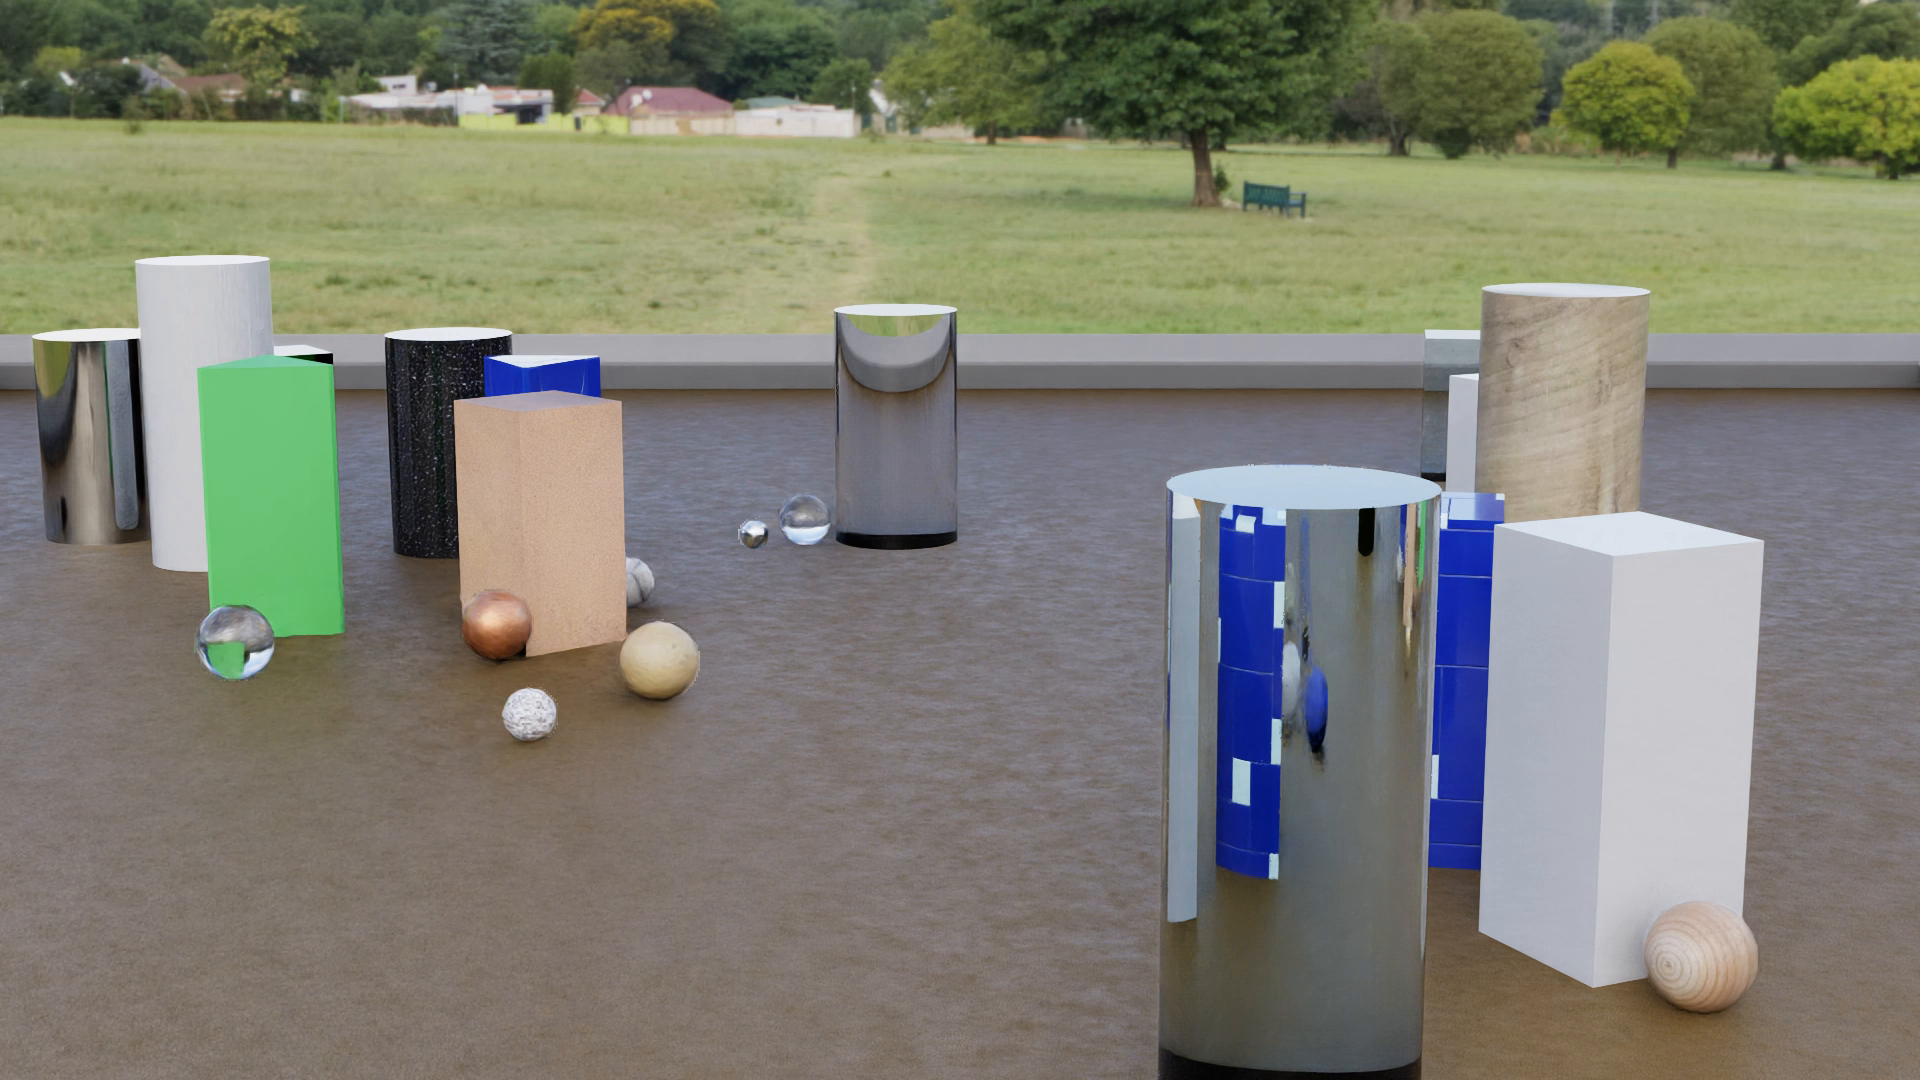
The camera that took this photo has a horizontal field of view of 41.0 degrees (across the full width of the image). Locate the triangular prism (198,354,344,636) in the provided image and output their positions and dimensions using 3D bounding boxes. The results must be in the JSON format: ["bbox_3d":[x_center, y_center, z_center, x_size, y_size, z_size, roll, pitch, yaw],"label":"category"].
[{"bbox_3d":[-0.891,-0.060,3.333,0.163,0.347,0.141,-2,11,-12],"label":"triangular prism"}]

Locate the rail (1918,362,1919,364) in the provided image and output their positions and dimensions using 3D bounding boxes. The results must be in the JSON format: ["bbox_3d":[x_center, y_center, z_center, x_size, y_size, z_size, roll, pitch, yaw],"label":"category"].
[{"bbox_3d":[2.182,0.029,3.462,0.045,0.122,4.732,0,11,0],"label":"rail"}]

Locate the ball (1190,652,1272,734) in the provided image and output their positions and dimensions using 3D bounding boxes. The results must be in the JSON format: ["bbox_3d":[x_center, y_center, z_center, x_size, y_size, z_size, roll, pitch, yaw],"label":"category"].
[{"bbox_3d":[0.296,0.167,2.805,0.090,0.090,0.090,0,11,0],"label":"ball"}]

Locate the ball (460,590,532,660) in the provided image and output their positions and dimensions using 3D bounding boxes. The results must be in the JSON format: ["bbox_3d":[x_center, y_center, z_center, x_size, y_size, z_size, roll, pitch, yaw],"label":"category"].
[{"bbox_3d":[-0.567,0.104,3.140,0.086,0.086,0.086,0,11,0],"label":"ball"}]

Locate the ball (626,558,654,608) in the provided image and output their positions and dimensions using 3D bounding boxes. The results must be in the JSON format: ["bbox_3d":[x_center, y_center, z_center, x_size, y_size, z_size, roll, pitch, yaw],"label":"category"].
[{"bbox_3d":[-0.448,0.057,3.466,0.068,0.068,0.068,0,11,0],"label":"ball"}]

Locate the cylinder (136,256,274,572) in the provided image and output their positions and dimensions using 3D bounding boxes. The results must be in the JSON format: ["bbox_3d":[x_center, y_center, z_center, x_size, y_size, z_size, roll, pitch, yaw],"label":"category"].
[{"bbox_3d":[-1.098,-0.189,3.762,0.188,0.442,0.188,0,11,0],"label":"cylinder"}]

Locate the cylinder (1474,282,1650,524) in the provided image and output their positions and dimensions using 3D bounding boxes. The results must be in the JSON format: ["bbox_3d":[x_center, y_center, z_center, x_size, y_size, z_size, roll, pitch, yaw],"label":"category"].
[{"bbox_3d":[0.692,-0.056,2.976,0.188,0.469,0.188,0,11,0],"label":"cylinder"}]

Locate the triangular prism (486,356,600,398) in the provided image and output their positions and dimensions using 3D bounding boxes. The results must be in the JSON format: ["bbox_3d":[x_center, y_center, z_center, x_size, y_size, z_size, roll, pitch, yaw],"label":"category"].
[{"bbox_3d":[-0.620,-0.105,3.676,0.141,0.310,0.163,6,12,30],"label":"triangular prism"}]

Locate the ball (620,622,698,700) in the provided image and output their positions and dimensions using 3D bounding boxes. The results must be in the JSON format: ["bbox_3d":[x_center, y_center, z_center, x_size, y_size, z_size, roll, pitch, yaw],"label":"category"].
[{"bbox_3d":[-0.348,0.139,2.963,0.090,0.090,0.090,0,11,0],"label":"ball"}]

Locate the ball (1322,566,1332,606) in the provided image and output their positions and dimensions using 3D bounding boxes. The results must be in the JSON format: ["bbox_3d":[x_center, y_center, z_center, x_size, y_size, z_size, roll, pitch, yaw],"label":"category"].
[{"bbox_3d":[0.523,0.061,3.413,0.080,0.080,0.080,0,11,0],"label":"ball"}]

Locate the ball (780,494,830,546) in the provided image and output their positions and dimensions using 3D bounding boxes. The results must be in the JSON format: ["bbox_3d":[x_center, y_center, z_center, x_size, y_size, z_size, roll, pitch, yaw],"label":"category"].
[{"bbox_3d":[-0.236,-0.030,3.906,0.078,0.078,0.078,0,11,0],"label":"ball"}]

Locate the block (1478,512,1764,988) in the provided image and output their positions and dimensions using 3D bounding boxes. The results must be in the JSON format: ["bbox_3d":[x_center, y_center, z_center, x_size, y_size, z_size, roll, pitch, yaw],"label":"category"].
[{"bbox_3d":[0.540,0.166,2.110,0.150,0.350,0.150,-5,12,-25],"label":"block"}]

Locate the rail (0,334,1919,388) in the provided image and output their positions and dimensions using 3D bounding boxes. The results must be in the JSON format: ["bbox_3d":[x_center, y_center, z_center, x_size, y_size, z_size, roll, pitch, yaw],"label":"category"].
[{"bbox_3d":[-0.013,-0.398,5.752,4.411,0.122,0.045,0,11,0],"label":"rail"}]

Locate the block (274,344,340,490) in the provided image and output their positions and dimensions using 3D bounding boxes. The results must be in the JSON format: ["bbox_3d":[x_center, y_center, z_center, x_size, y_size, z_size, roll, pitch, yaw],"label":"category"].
[{"bbox_3d":[-1.175,-0.208,4.426,0.150,0.236,0.150,-7,12,-31],"label":"block"}]

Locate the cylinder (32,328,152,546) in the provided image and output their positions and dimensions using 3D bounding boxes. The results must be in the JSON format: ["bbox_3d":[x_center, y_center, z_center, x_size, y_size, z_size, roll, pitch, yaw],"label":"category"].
[{"bbox_3d":[-1.328,-0.163,3.977,0.188,0.312,0.188,0,11,0],"label":"cylinder"}]

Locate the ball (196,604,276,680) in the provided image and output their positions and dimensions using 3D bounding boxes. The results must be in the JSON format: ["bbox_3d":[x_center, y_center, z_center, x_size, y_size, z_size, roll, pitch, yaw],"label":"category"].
[{"bbox_3d":[-0.863,0.121,3.057,0.091,0.091,0.091,0,11,0],"label":"ball"}]

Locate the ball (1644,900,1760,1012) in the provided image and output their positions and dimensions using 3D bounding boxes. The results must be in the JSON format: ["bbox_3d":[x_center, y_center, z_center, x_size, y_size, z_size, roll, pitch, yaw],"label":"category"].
[{"bbox_3d":[0.575,0.323,1.991,0.086,0.086,0.086,0,11,0],"label":"ball"}]

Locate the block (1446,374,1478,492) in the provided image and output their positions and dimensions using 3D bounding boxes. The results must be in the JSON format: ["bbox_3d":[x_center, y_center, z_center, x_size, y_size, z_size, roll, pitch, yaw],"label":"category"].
[{"bbox_3d":[0.848,-0.120,3.902,0.150,0.255,0.150,-5,12,-27],"label":"block"}]

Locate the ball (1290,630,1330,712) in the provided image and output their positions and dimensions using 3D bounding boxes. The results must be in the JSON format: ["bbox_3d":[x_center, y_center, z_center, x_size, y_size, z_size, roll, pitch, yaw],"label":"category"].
[{"bbox_3d":[0.421,0.148,2.904,0.094,0.094,0.094,0,11,0],"label":"ball"}]

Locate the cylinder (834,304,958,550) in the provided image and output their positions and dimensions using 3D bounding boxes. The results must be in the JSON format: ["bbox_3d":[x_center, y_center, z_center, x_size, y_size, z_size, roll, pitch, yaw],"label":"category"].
[{"bbox_3d":[-0.098,-0.176,3.936,0.188,0.354,0.188,0,11,0],"label":"cylinder"}]

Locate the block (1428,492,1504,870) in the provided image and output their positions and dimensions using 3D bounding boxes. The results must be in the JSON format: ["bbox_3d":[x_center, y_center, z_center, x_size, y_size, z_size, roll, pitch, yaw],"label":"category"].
[{"bbox_3d":[0.426,0.126,2.398,0.150,0.324,0.150,2,11,12],"label":"block"}]

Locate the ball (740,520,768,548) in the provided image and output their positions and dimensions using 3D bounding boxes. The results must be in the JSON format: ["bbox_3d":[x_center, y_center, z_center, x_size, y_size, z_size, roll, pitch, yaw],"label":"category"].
[{"bbox_3d":[-0.311,-0.009,3.885,0.043,0.043,0.043,0,11,0],"label":"ball"}]

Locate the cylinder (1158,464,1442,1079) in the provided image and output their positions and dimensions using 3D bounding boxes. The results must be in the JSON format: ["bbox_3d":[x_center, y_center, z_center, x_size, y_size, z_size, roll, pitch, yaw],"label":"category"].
[{"bbox_3d":[0.236,0.178,1.807,0.188,0.438,0.188,0,11,0],"label":"cylinder"}]

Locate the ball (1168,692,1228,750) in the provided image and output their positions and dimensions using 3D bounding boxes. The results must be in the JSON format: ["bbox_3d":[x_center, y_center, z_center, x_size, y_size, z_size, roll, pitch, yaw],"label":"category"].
[{"bbox_3d":[0.254,0.194,2.745,0.063,0.063,0.063,0,11,0],"label":"ball"}]

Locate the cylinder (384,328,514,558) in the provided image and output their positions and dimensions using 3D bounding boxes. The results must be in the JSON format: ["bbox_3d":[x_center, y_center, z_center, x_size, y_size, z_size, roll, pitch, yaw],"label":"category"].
[{"bbox_3d":[-0.765,-0.149,3.868,0.188,0.325,0.188,0,11,0],"label":"cylinder"}]

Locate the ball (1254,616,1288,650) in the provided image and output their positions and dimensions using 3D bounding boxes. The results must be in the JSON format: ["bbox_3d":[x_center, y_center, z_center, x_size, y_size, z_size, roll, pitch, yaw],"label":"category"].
[{"bbox_3d":[0.390,0.116,3.218,0.042,0.042,0.042,0,11,0],"label":"ball"}]

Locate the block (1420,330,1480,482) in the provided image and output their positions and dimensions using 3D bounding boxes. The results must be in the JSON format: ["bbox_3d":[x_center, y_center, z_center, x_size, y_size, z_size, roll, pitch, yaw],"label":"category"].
[{"bbox_3d":[0.897,-0.238,4.547,0.150,0.252,0.150,2,11,9],"label":"block"}]

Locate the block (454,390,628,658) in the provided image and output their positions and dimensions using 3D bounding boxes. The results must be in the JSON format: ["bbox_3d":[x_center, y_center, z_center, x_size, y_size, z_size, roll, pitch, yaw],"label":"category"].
[{"bbox_3d":[-0.531,-0.025,3.254,0.150,0.306,0.150,-9,14,-41],"label":"block"}]

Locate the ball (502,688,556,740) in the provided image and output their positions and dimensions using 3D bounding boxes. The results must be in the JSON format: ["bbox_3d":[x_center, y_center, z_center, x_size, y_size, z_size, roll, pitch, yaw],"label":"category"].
[{"bbox_3d":[-0.467,0.189,2.785,0.058,0.058,0.058,0,11,0],"label":"ball"}]
